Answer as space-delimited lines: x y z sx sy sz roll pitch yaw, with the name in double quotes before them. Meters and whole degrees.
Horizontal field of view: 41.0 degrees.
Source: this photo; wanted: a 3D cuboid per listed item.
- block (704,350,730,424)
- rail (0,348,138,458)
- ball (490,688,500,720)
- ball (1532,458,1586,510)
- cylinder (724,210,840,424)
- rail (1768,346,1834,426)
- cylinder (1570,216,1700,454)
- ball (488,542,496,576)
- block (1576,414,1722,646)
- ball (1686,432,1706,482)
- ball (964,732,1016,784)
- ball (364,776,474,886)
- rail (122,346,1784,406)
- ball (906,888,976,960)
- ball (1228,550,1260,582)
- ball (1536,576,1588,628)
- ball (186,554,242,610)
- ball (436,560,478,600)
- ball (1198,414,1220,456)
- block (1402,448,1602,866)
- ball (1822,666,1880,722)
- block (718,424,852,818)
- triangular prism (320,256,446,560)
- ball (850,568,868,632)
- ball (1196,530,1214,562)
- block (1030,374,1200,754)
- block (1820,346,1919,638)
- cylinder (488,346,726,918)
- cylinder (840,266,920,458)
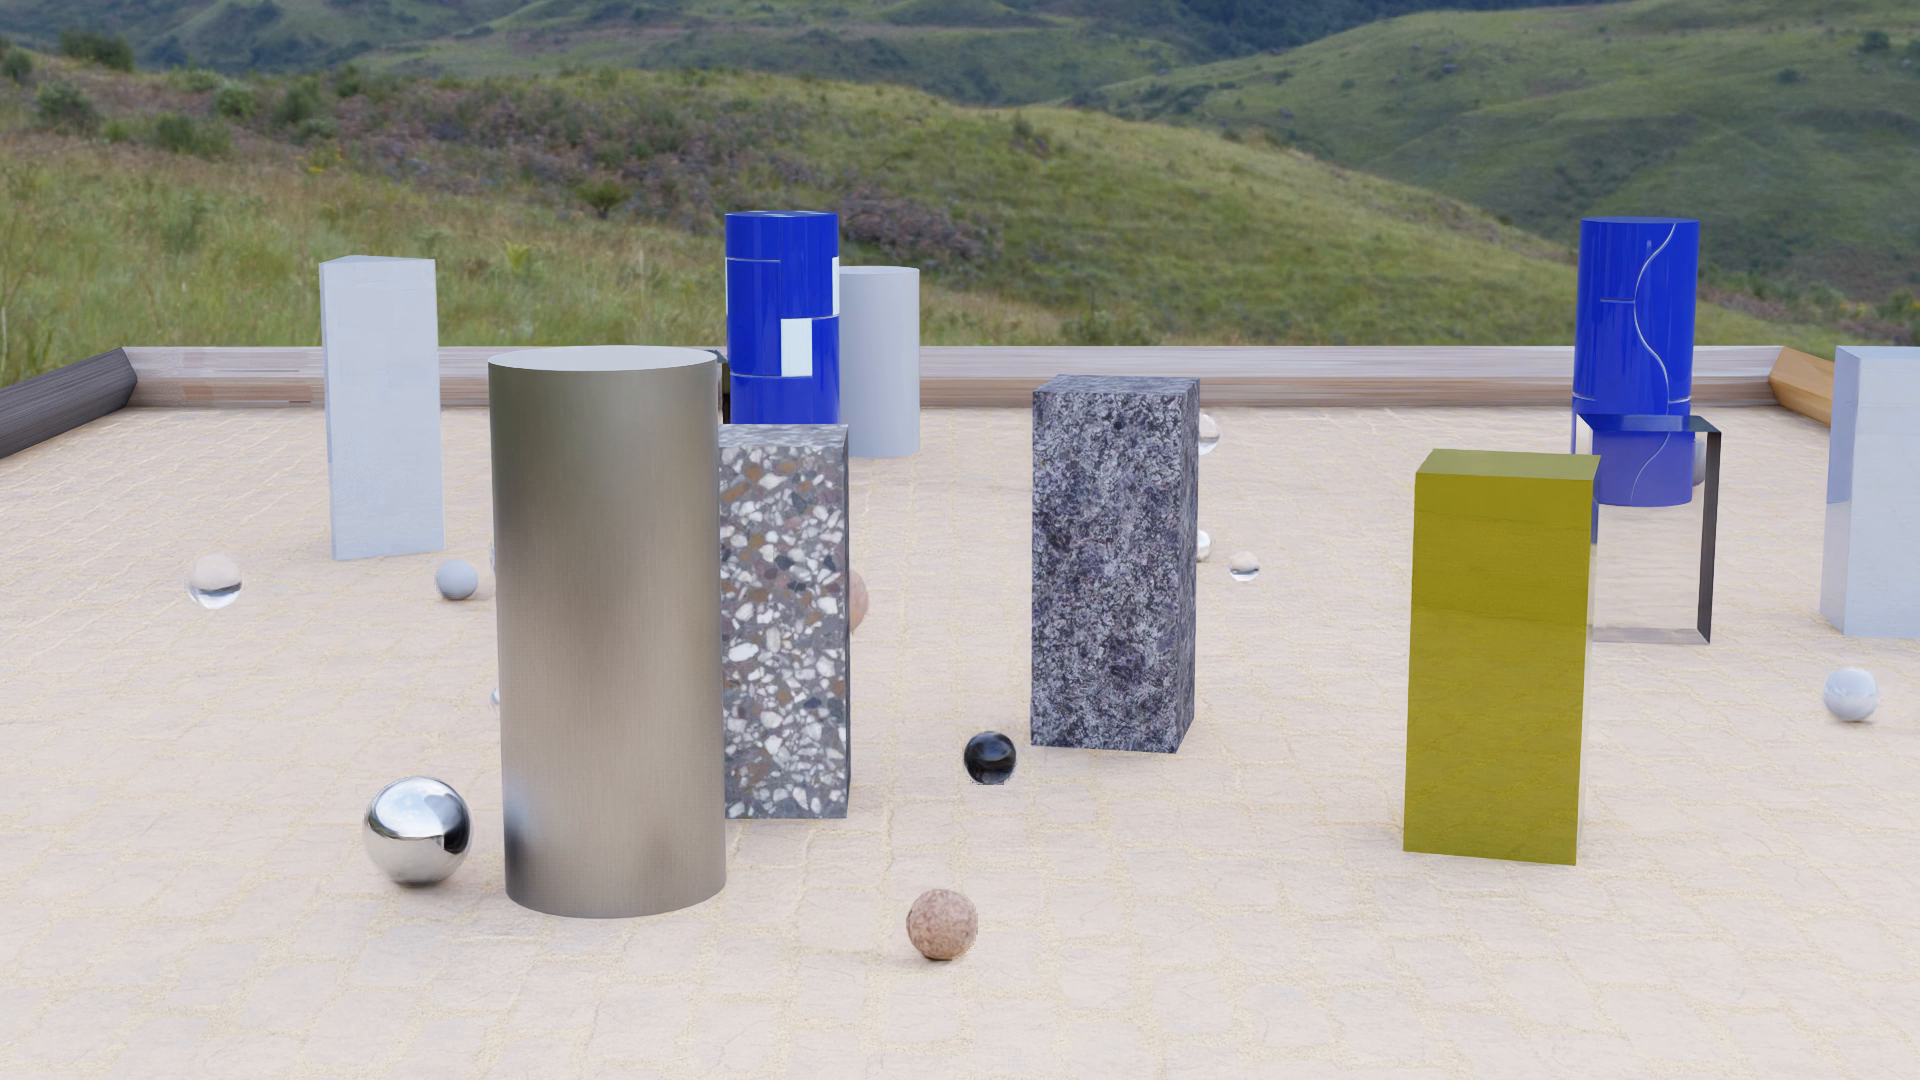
"block" -0.387 -0.065 3.372 0.158 0.351 0.158 -2 11 -11
"rail" -1.767 0.035 3.439 0.045 0.128 4.242 0 10 0
"ball" -0.504 0.182 2.876 0.046 0.046 0.046 0 10 0
"ball" 0.994 -0.094 4.256 0.086 0.086 0.086 0 10 0
"cylinder" -0.309 -0.334 4.491 0.198 0.472 0.198 0 10 0
"rail" 1.767 0.031 3.459 0.045 0.128 4.242 0 10 0
"cylinder" 1.154 -0.314 4.396 0.198 0.467 0.198 0 10 0
"ball" -0.617 0.025 3.606 0.090 0.090 0.090 0 10 0
"block" 0.884 -0.017 3.324 0.158 0.273 0.158 1 11 6
"ball" 1.269 -0.147 4.523 0.093 0.093 0.093 0 10 0
"ball" 0.031 0.223 2.629 0.055 0.055 0.055 0 10 0
"ball" -0.486 0.262 2.307 0.097 0.097 0.097 0 10 0
"rail" -0.012 -0.349 5.511 3.581 0.128 0.045 0 10 0
"ball" -0.015 0.317 2.116 0.058 0.058 0.058 0 10 0
"ball" 0.405 0.037 3.660 0.046 0.046 0.046 0 10 0
"ball" 0.763 0.078 3.253 0.064 0.064 0.064 0 10 0
"ball" -1.011 0.057 3.475 0.075 0.075 0.075 0 10 0
"ball" -0.692 0.055 3.535 0.056 0.056 0.056 0 10 0
"ball" 0.449 -0.199 4.838 0.080 0.080 0.080 0 10 0
"block" 0.514 0.106 2.427 0.158 0.360 0.158 3 11 16
"ball" 1.001 0.173 2.882 0.061 0.061 0.061 0 10 0
"block" -0.191 0.078 2.556 0.158 0.368 0.158 0 10 -1
"triangular prism" -0.892 -0.206 3.890 0.171 0.440 0.148 -5 12 -27
"ball" -0.167 0.077 3.297 0.099 0.099 0.099 0 10 0
"ball" 0.351 0.009 3.804 0.049 0.049 0.049 0 10 0
"block" 0.171 0.022 2.806 0.158 0.386 0.158 2 11 12
"block" 1.230 -0.065 3.349 0.158 0.359 0.158 1 11 7
"cylinder" -0.310 0.076 2.271 0.198 0.476 0.198 0 10 0
"cylinder" -0.176 -0.342 4.884 0.198 0.344 0.198 0 10 0
